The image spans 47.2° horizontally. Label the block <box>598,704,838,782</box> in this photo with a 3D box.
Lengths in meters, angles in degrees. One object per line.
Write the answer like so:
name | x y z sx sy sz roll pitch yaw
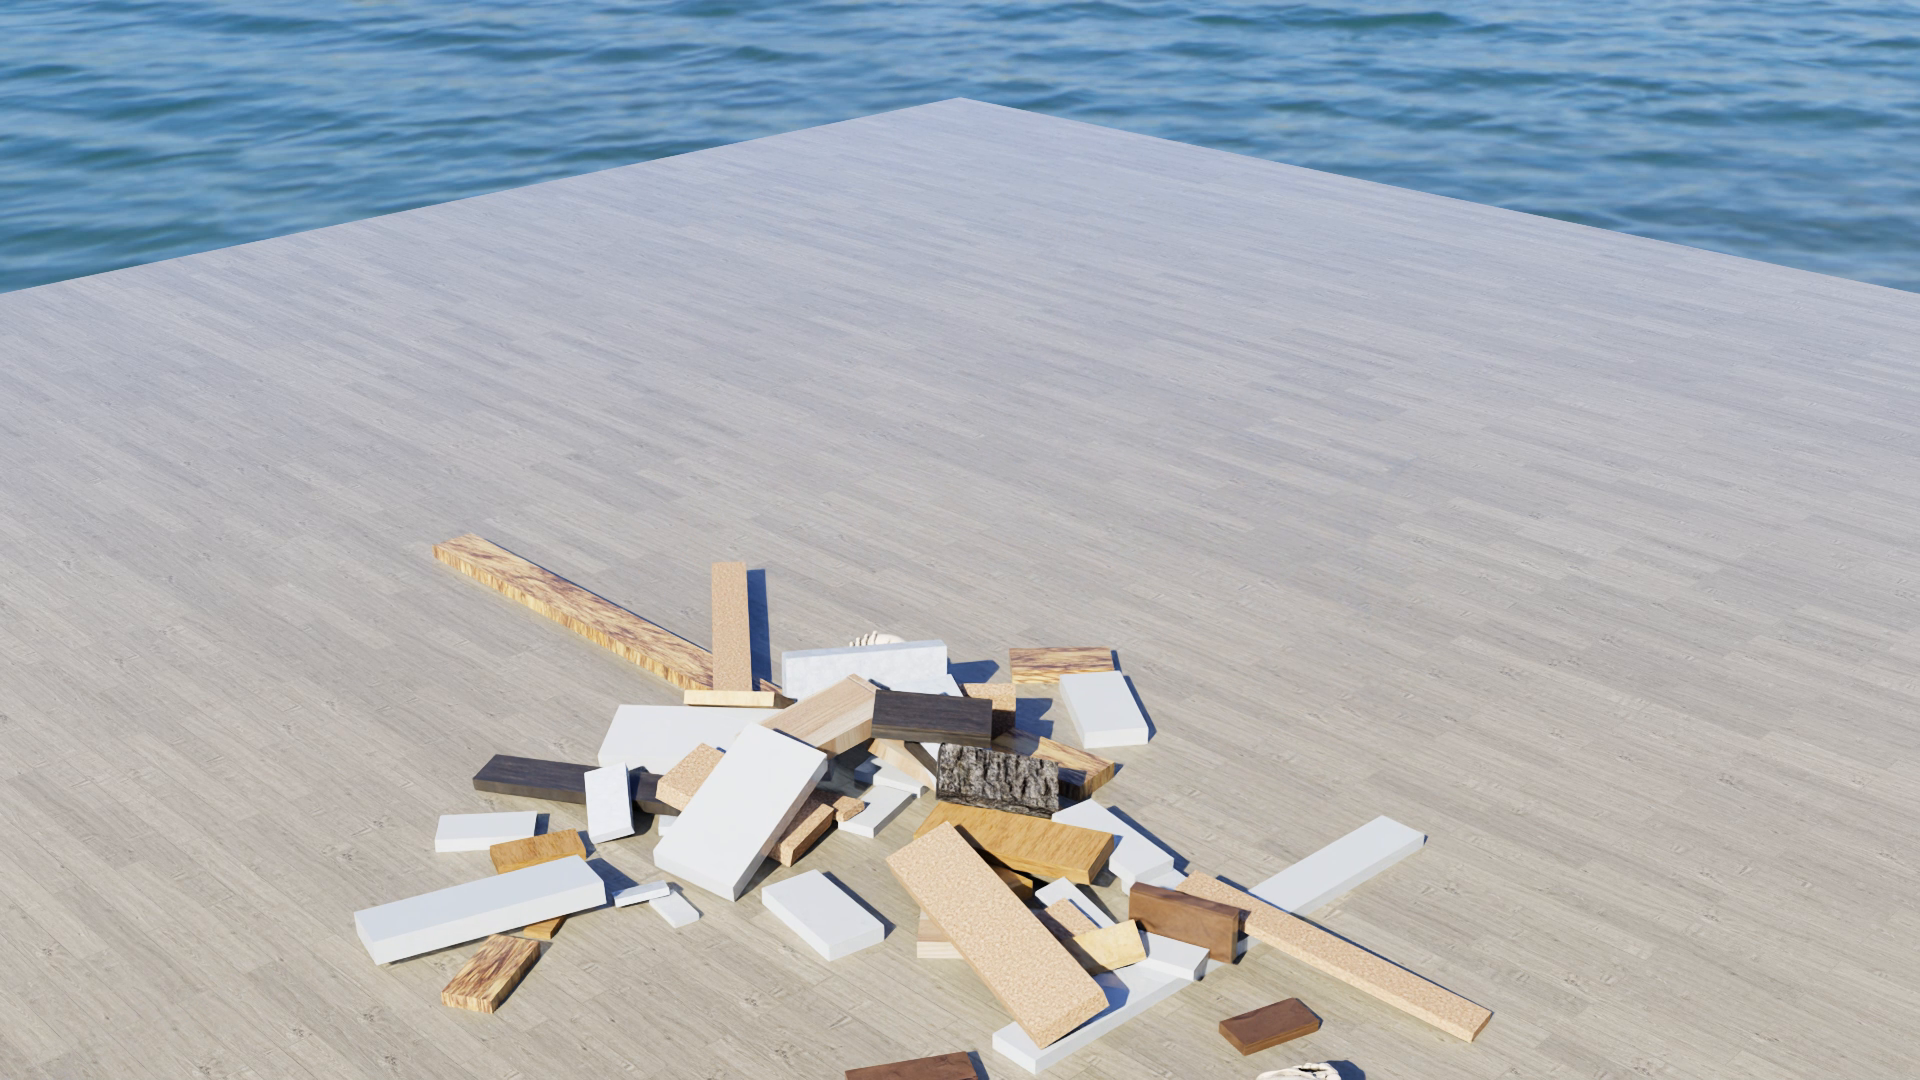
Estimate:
block | -0.492 0.421 4.575 0.484 0.050 0.176 1 32 8

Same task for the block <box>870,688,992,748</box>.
block | -0.056 0.359 4.424 0.239 0.034 0.119 5 32 -1

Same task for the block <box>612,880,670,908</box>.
block | -0.602 0.666 4.146 0.102 0.014 0.051 -12 11 -15

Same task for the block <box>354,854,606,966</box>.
block | -0.886 0.680 4.065 0.428 0.044 0.157 -12 16 -25

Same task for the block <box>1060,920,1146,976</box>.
block | 0.246 0.731 3.906 0.154 0.022 0.077 -17 40 -1

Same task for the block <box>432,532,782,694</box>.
block | -0.860 0.194 5.261 0.116 0.033 1.299 -21 31 -40

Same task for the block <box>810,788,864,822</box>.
block | -0.288 0.531 4.452 0.194 0.018 0.064 9 25 38

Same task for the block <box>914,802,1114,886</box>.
block | 0.102 0.577 4.208 0.369 0.034 0.119 8 32 27

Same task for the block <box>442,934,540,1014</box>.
block | -0.832 0.770 3.911 0.095 0.027 0.191 6 24 15

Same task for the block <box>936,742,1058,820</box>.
block | 0.074 0.473 4.319 0.238 0.034 0.119 10 44 -8

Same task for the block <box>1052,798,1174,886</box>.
block | 0.292 0.581 4.232 0.099 0.028 0.241 -17 34 -35

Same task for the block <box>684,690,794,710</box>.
block | -0.469 0.344 4.670 0.207 0.029 0.103 0 -13 20

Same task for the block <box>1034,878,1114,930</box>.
block | 0.215 0.688 4.051 0.075 0.021 0.150 -20 48 -40

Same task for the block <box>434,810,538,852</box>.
block | -0.938 0.578 4.364 0.191 0.027 0.095 -2 23 -5

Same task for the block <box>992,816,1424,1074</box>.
block | 0.484 0.720 4.027 1.075 0.029 0.102 -20 30 -39

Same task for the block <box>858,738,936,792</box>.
block | -0.092 0.435 4.581 0.259 0.037 0.130 29 33 18

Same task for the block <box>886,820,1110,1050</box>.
block | 0.055 0.693 3.931 0.139 0.039 0.605 -30 32 -13

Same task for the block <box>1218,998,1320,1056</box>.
block | 0.529 0.833 3.769 0.154 0.022 0.077 -12 26 -26

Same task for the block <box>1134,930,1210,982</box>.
block | 0.360 0.738 3.920 0.150 0.021 0.075 12 26 26

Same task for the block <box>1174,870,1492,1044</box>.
block | 0.654 0.734 3.911 0.595 0.022 0.077 23 31 29

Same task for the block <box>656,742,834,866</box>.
block | -0.426 0.522 4.360 0.314 0.044 0.157 24 34 17

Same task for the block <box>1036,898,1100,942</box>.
block | 0.212 0.717 3.978 0.075 0.021 0.150 -25 52 -36

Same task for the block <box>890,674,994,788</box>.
block | -0.030 0.402 4.552 0.139 0.039 0.277 -8 48 -26

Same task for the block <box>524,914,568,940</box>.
block | -0.765 0.705 4.081 0.051 0.014 0.102 5 23 11

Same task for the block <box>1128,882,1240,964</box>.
block | 0.400 0.686 3.943 0.199 0.099 0.028 12 26 26

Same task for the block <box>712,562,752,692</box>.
block | -0.526 0.246 5.064 0.085 0.024 0.926 -3 23 -6

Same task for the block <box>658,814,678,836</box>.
block | -0.537 0.565 4.405 0.128 0.018 0.064 -2 23 -4

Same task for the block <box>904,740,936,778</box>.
block | -0.004 0.445 4.409 0.111 0.031 0.222 -17 39 -31

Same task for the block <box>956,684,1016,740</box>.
block | -0.011 0.369 4.719 0.259 0.130 0.037 0 38 0

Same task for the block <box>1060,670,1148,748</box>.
block | 0.314 0.371 4.837 0.139 0.039 0.277 -3 23 -8

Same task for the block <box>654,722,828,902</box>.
block | -0.422 0.522 4.264 0.176 0.050 0.353 21 51 18

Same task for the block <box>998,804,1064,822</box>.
block | 0.169 0.564 4.310 0.111 0.031 0.222 -19 47 -38

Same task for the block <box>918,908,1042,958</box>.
block | 0.044 0.719 4.022 0.238 0.034 0.119 1 23 3

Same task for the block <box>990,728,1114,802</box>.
block | 0.179 0.469 4.609 0.259 0.037 0.130 16 28 33

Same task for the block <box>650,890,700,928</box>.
block | -0.536 0.690 4.116 0.051 0.014 0.102 -15 27 -32

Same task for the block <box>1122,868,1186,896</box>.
block | 0.393 0.667 4.108 0.102 0.029 0.204 -12 17 -20

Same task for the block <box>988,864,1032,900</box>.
block | 0.012 0.639 4.162 0.119 0.034 0.238 -12 19 -40

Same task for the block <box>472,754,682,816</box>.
block | -0.746 0.502 4.489 0.518 0.027 0.095 5 29 20

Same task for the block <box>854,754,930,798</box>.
block | -0.132 0.490 4.577 0.159 0.023 0.080 13 26 27

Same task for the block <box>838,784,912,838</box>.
block | -0.170 0.547 4.442 0.080 0.023 0.159 12 26 25

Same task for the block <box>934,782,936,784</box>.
block | 0.064 0.525 4.386 0.111 0.031 0.222 -21 50 -35

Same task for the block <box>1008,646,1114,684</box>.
block | 0.232 0.286 5.044 0.232 0.033 0.116 -1 23 -2

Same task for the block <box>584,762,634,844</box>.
block | -0.701 0.525 4.395 0.085 0.024 0.170 -15 44 0

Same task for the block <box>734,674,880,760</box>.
block | -0.288 0.384 4.516 0.314 0.044 0.157 -26 37 -34

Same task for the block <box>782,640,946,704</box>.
block | -0.206 0.319 4.758 0.353 0.176 0.050 -4 16 -15

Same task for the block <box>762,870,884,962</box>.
block | -0.256 0.694 4.081 0.119 0.034 0.238 -15 27 -32

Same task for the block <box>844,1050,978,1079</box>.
block | -0.077 0.897 3.609 0.207 0.029 0.104 -6 24 -14

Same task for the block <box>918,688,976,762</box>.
block | -0.048 0.375 4.458 0.099 0.028 0.199 -15 37 -29

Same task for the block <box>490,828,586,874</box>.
block | -0.824 0.610 4.293 0.170 0.024 0.085 -9 25 -21
